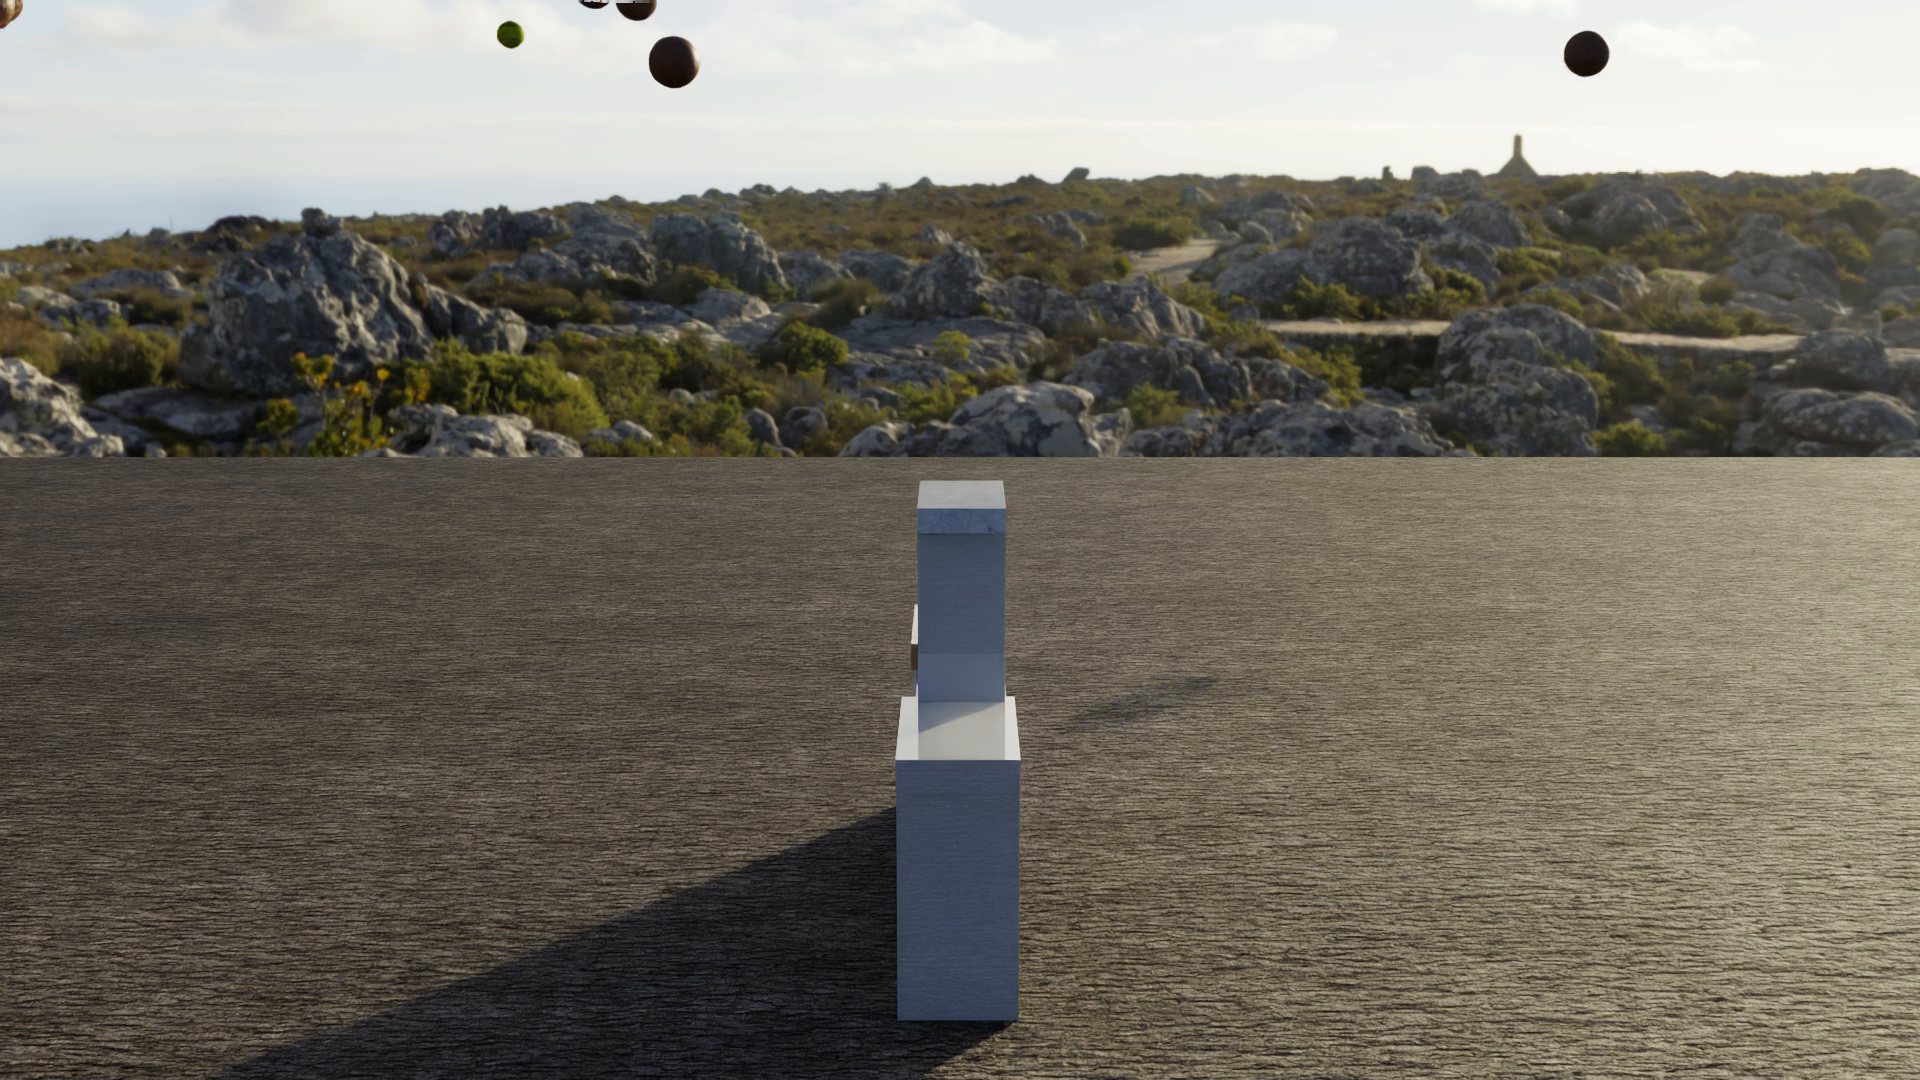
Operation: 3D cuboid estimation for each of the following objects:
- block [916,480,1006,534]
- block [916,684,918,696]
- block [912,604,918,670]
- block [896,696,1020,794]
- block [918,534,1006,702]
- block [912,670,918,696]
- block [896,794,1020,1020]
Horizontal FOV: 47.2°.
[{"bbox_3d":[0.002,-0.053,3.406,0.133,0.038,0.266,0,11,0],"label":"block"},{"bbox_3d":[0.002,0.289,3.547,0.148,0.042,0.297,0,11,0],"label":"block"},{"bbox_3d":[-0.004,0.174,4.002,0.162,0.046,0.325,0,11,0],"label":"block"},{"bbox_3d":[-0.003,0.297,3.216,0.173,0.049,0.347,0,11,0],"label":"block"},{"bbox_3d":[0.002,0.113,3.347,0.133,0.265,0.038,0,11,0],"label":"block"},{"bbox_3d":[-0.004,0.376,3.930,0.162,0.325,0.046,0,11,0],"label":"block"},{"bbox_3d":[-0.003,0.512,3.139,0.173,0.346,0.049,0,11,0],"label":"block"}]
